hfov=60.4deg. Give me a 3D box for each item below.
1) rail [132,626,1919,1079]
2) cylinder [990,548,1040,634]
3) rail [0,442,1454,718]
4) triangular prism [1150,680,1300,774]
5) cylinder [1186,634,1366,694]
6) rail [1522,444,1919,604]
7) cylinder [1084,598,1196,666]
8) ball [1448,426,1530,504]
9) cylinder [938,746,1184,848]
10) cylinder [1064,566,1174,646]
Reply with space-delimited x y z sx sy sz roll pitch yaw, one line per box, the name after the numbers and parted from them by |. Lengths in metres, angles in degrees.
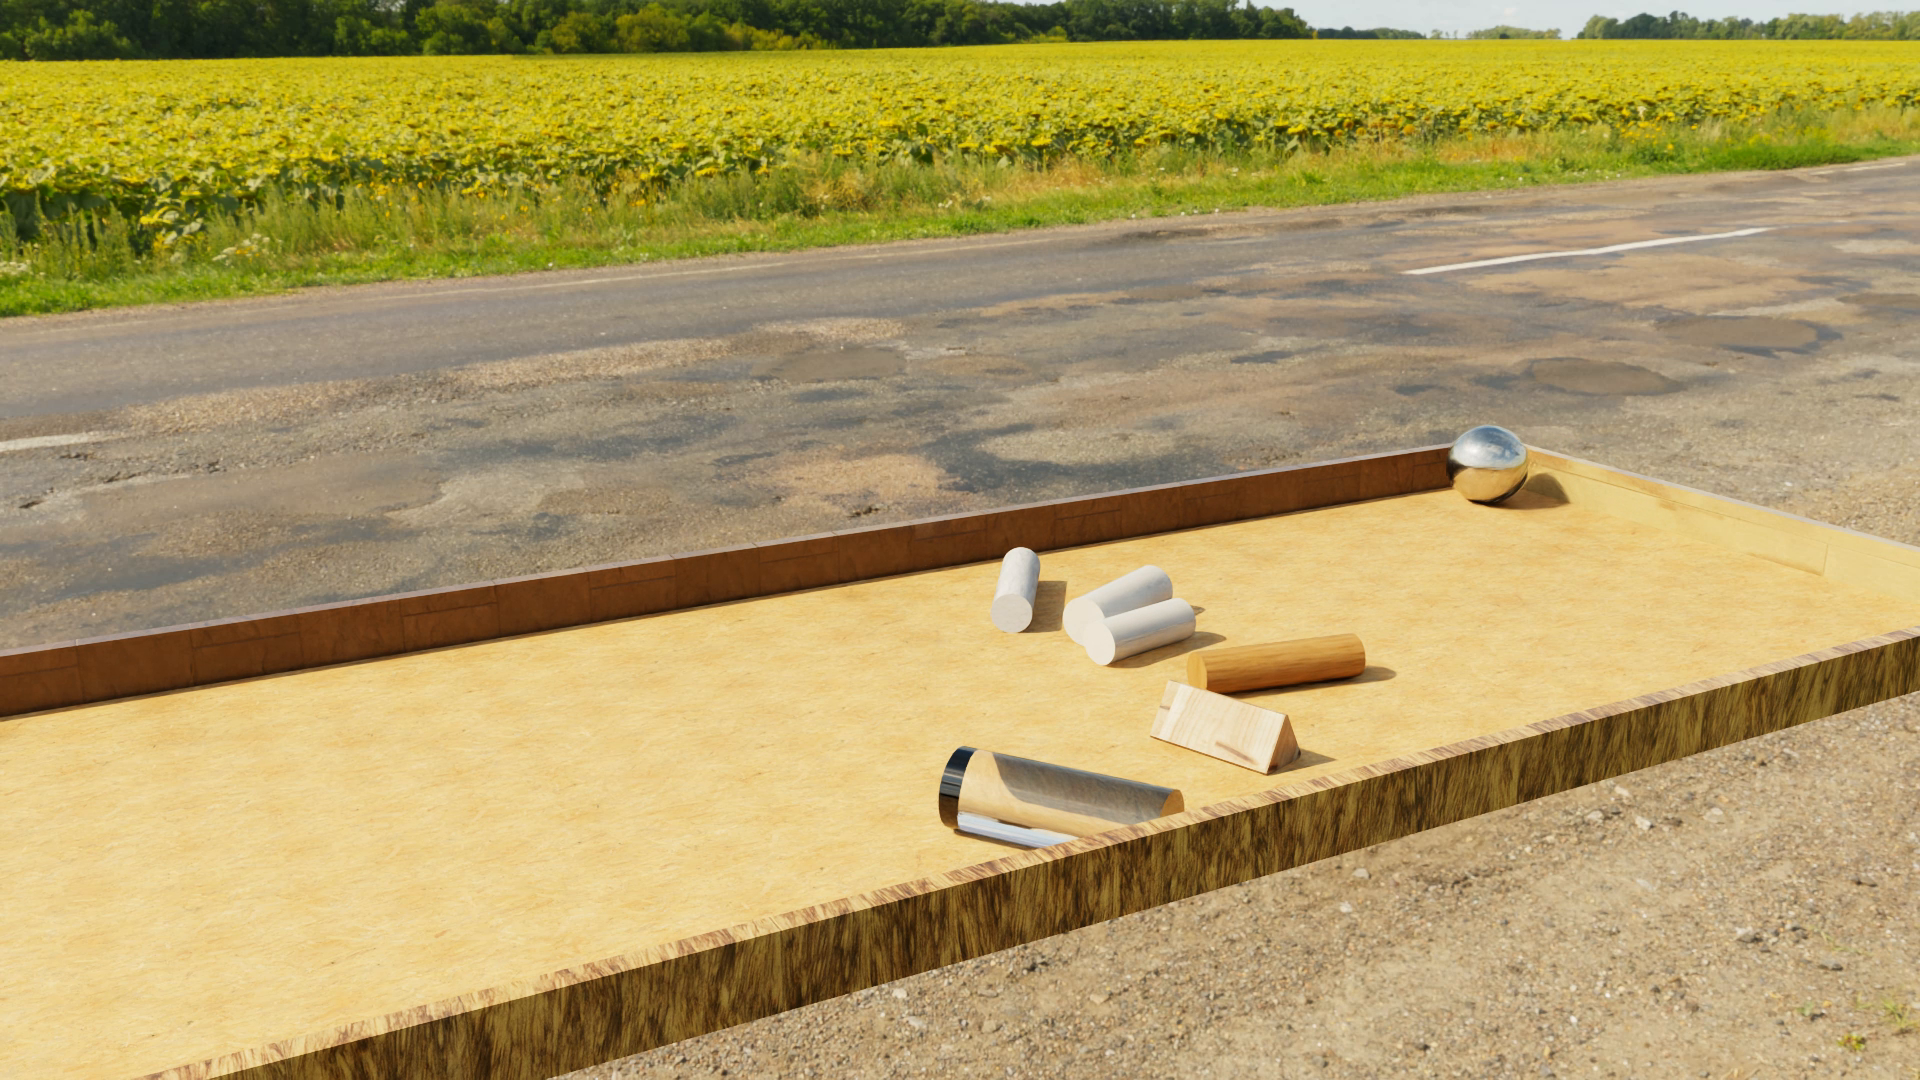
-2.336 1.006 1.665 12.000 0.150 0.050 -9 18 -27 | rail
0.161 0.138 4.685 0.114 0.114 0.438 2 16 5 | cylinder
-3.305 0.497 3.399 12.000 0.150 0.050 -9 18 -27 | rail
0.601 0.410 3.732 0.314 0.121 0.140 15 22 41 | triangular prism
0.788 0.310 4.104 0.438 0.111 0.111 -5 17 -18 | cylinder
2.466 -0.048 5.253 0.050 0.150 2.100 -9 18 -27 | rail
0.475 0.239 4.338 0.303 0.115 0.115 -13 21 -38 | cylinder
1.847 -0.265 5.771 0.274 0.274 0.274 0 16 0 | ball
0.198 0.531 3.250 0.455 0.169 0.169 8 18 26 | cylinder
0.436 0.177 4.514 0.135 0.135 0.362 12 20 34 | cylinder
